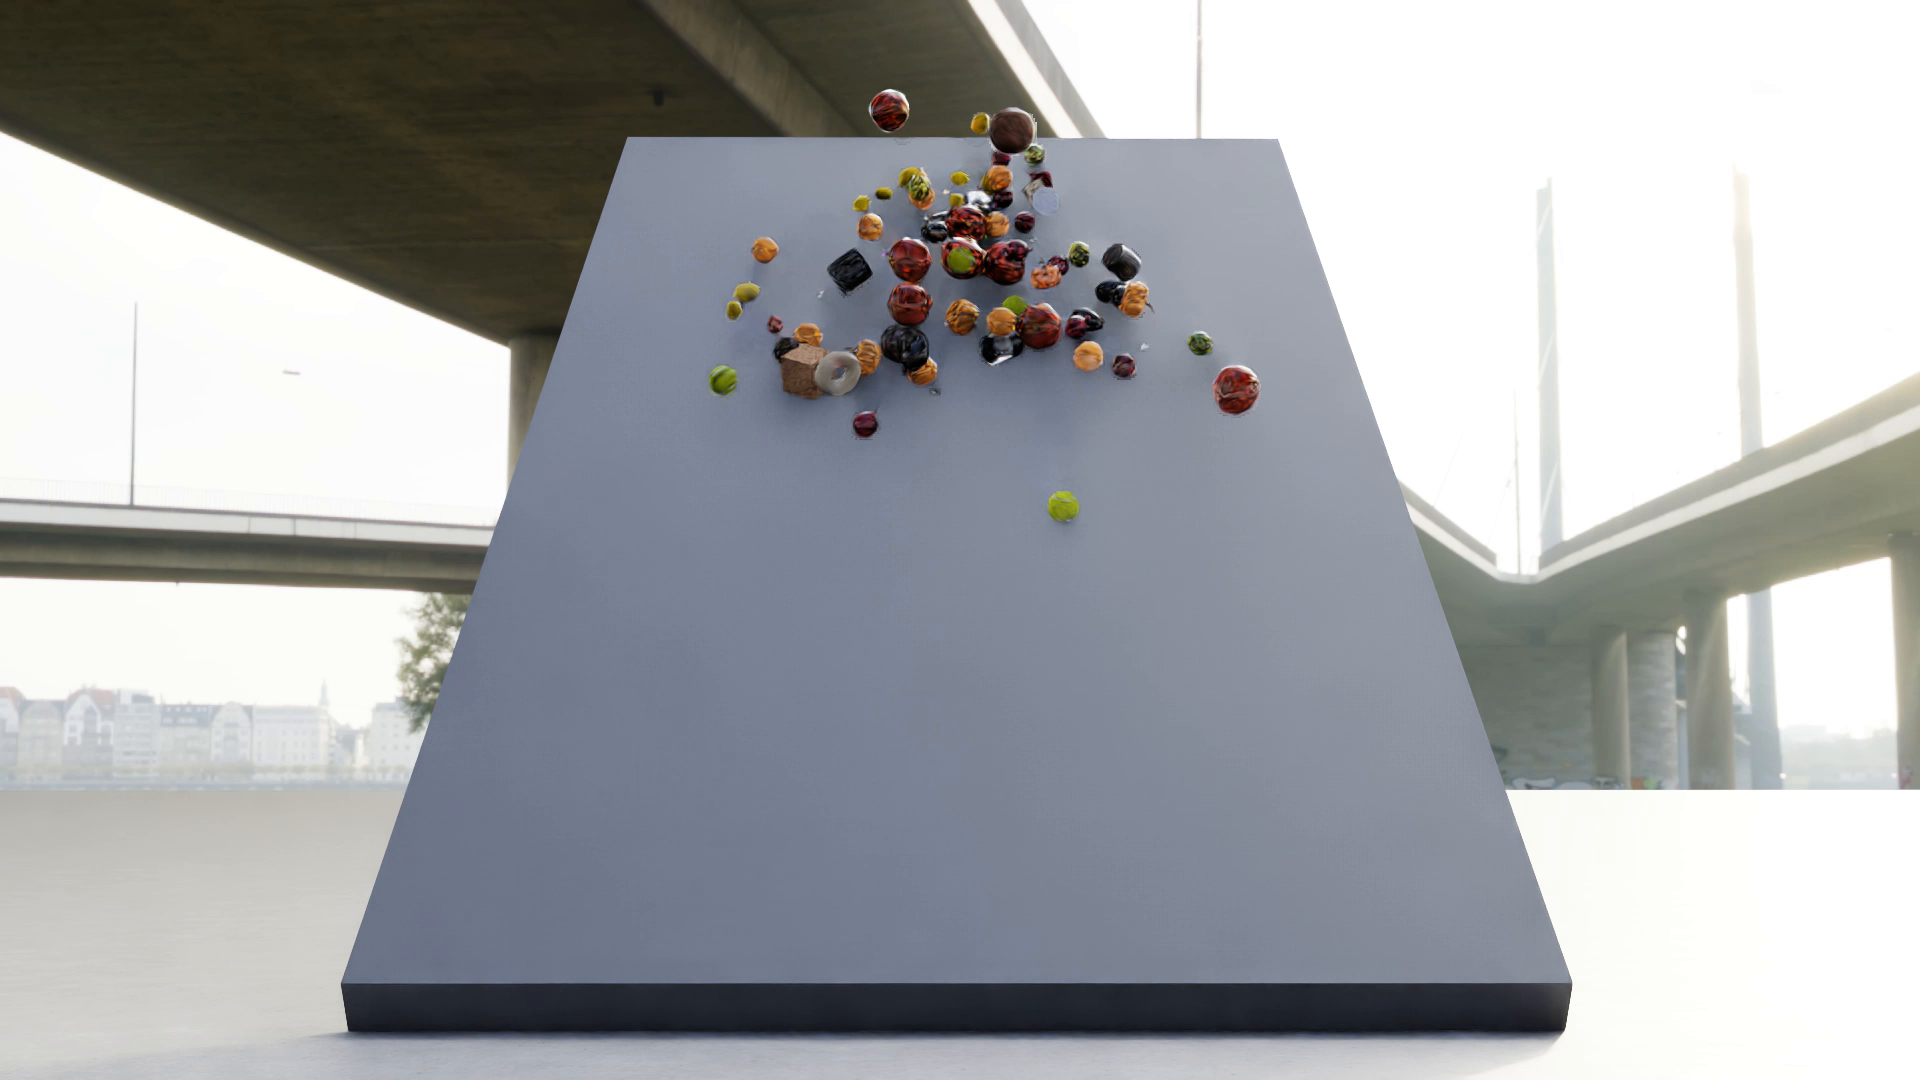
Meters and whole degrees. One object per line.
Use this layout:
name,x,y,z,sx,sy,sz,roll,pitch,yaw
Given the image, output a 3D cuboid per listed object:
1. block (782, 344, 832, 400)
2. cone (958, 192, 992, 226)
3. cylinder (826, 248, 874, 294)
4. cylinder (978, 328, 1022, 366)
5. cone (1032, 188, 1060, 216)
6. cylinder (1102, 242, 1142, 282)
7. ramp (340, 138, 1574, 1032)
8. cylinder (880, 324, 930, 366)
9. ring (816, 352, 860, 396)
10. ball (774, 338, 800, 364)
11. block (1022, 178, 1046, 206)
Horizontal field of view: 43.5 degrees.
block,-0.366,-0.407,5.815,0.092,0.092,0.092,18,34,29
cone,0.034,-0.926,6.662,0.096,0.096,0.096,-1,-1,9
cylinder,-0.290,-0.706,6.316,0.090,0.090,0.090,-38,-2,-7
cylinder,0.101,-0.480,5.964,0.077,0.077,0.077,-22,8,-35
cone,0.227,-0.942,6.784,0.084,0.084,0.084,2,-11,-19
cylinder,0.429,-0.738,6.387,0.075,0.075,0.075,35,-27,-34
ramp,-0.012,-0.215,5.671,2.000,0.100,4.000,0,29,0
cylinder,-0.136,-0.479,5.909,0.092,0.092,0.092,3,10,-27
ring,-0.285,-0.389,5.612,0.113,0.113,0.038,4,25,-32
ball,-0.426,-0.466,5.943,0.070,0.070,0.070,0,-6,0
block,0.214,-0.987,6.817,0.052,0.052,0.052,-34,4,-6
